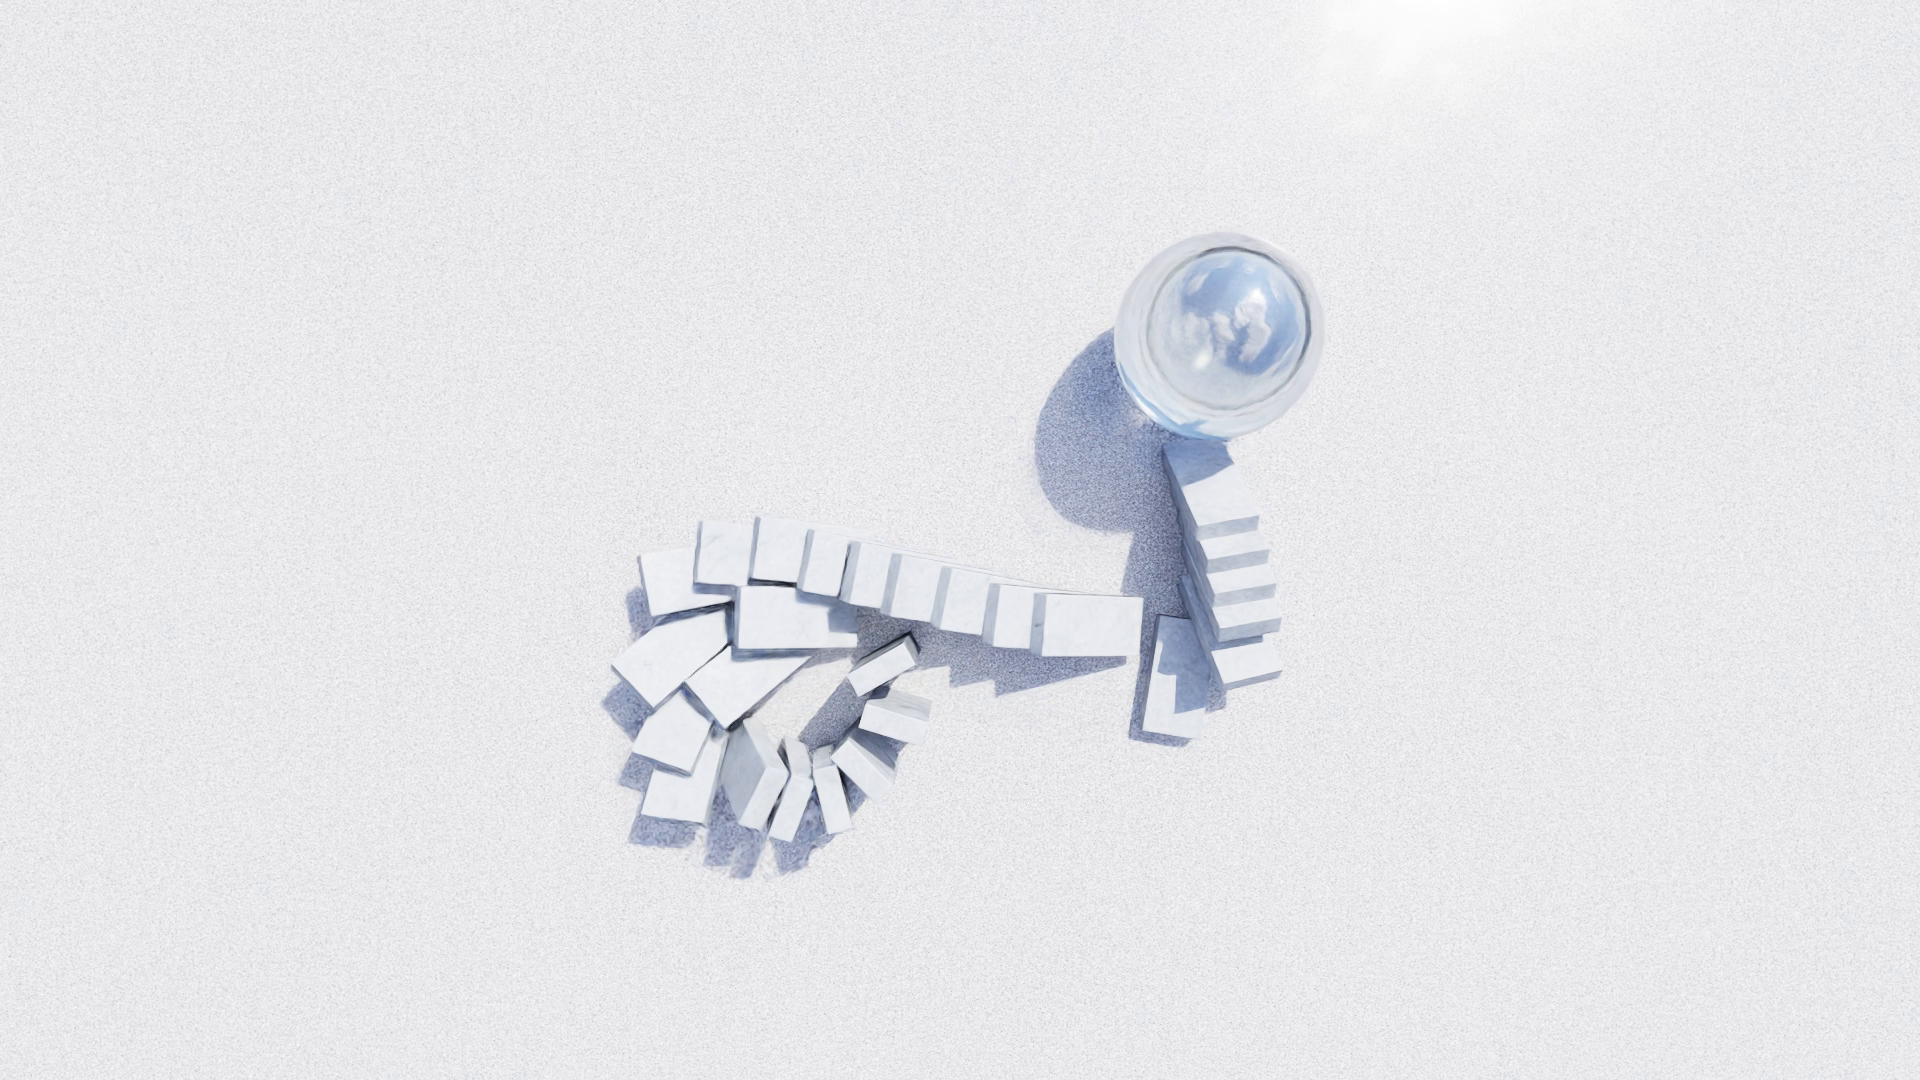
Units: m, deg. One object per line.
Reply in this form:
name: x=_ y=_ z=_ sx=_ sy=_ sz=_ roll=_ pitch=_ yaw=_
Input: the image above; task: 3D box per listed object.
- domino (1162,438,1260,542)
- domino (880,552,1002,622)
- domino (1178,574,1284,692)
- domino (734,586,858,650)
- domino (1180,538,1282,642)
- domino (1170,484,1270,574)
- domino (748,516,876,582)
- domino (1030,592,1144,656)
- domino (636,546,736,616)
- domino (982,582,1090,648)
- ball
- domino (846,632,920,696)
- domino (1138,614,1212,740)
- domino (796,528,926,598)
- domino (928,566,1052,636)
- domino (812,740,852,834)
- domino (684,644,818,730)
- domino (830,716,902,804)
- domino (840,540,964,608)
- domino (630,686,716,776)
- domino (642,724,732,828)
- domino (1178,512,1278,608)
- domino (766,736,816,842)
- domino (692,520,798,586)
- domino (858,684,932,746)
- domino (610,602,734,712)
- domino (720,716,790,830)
domino: x=0.103 y=-0.022 z=0.379 sx=0.025 sy=0.009 sz=0.050 roll=-10 pitch=46 yaw=0
domino: x=-0.007 y=0.022 z=0.382 sx=0.050 sy=0.010 sz=0.025 roll=11 pitch=90 yaw=-34
domino: x=0.112 y=0.036 z=0.383 sx=0.025 sy=0.009 sz=0.050 roll=-13 pitch=59 yaw=-3
domino: x=-0.068 y=0.032 z=0.383 sx=0.050 sy=0.010 sz=0.025 roll=2 pitch=91 yaw=-27
domino: x=0.111 y=0.018 z=0.379 sx=0.025 sy=0.009 sz=0.050 roll=-10 pitch=46 yaw=0
domino: x=0.107 y=-0.009 z=0.379 sx=0.025 sy=0.009 sz=0.050 roll=-10 pitch=46 yaw=0
domino: x=-0.062 y=0.006 z=0.384 sx=0.050 sy=0.010 sz=0.025 roll=7 pitch=90 yaw=-27
domino: x=0.053 y=0.035 z=0.383 sx=0.050 sy=0.010 sz=0.025 roll=4 pitch=91 yaw=-29
domino: x=-0.107 y=0.015 z=0.384 sx=0.050 sy=0.009 sz=0.025 roll=-10 pitch=90 yaw=-28
domino: x=0.034 y=0.033 z=0.384 sx=0.050 sy=0.009 sz=0.025 roll=7 pitch=90 yaw=-29
ball: x=0.101 y=-0.079 z=0.360 sx=0.080 sy=0.080 sz=0.080 roll=0 pitch=90 yaw=0
domino: x=-0.030 y=0.050 z=0.375 sx=0.025 sy=0.050 sz=0.010 roll=-29 pitch=90 yaw=0
domino: x=0.094 y=0.059 z=0.395 sx=0.025 sy=0.009 sz=0.050 roll=9 pitch=90 yaw=0
domino: x=-0.041 y=0.012 z=0.384 sx=0.050 sy=0.009 sz=0.025 roll=12 pitch=90 yaw=-28
domino: x=0.013 y=0.027 z=0.383 sx=0.050 sy=0.010 sz=0.025 roll=12 pitch=90 yaw=-31
domino: x=-0.052 y=0.100 z=0.375 sx=0.009 sy=0.050 sz=0.025 roll=-14 pitch=90 yaw=-8
domino: x=-0.087 y=0.053 z=0.385 sx=0.050 sy=0.009 sz=0.025 roll=-40 pitch=90 yaw=-26
domino: x=-0.038 y=0.089 z=0.375 sx=0.010 sy=0.050 sz=0.025 roll=-45 pitch=90 yaw=0
domino: x=-0.023 y=0.017 z=0.382 sx=0.050 sy=0.010 sz=0.025 roll=11 pitch=90 yaw=-34
domino: x=-0.114 y=0.070 z=0.384 sx=0.025 sy=0.009 sz=0.050 roll=19 pitch=61 yaw=0
domino: x=-0.113 y=0.092 z=0.384 sx=0.025 sy=0.010 sz=0.050 roll=8 pitch=60 yaw=0
domino: x=0.109 y=0.004 z=0.379 sx=0.025 sy=0.010 sz=0.050 roll=-10 pitch=46 yaw=0
domino: x=-0.071 y=0.100 z=0.375 sx=0.009 sy=0.050 sz=0.025 roll=22 pitch=90 yaw=-16
domino: x=-0.085 y=0.007 z=0.384 sx=0.050 sy=0.009 sz=0.025 roll=6 pitch=89 yaw=-27
domino: x=-0.025 y=0.071 z=0.375 sx=0.025 sy=0.050 sz=0.010 roll=17 pitch=90 yaw=0
domino: x=-0.117 y=0.045 z=0.383 sx=0.025 sy=0.010 sz=0.050 roll=45 pitch=61 yaw=4
domino: x=-0.086 y=0.094 z=0.376 sx=0.009 sy=0.050 sz=0.025 roll=26 pitch=91 yaw=-29
